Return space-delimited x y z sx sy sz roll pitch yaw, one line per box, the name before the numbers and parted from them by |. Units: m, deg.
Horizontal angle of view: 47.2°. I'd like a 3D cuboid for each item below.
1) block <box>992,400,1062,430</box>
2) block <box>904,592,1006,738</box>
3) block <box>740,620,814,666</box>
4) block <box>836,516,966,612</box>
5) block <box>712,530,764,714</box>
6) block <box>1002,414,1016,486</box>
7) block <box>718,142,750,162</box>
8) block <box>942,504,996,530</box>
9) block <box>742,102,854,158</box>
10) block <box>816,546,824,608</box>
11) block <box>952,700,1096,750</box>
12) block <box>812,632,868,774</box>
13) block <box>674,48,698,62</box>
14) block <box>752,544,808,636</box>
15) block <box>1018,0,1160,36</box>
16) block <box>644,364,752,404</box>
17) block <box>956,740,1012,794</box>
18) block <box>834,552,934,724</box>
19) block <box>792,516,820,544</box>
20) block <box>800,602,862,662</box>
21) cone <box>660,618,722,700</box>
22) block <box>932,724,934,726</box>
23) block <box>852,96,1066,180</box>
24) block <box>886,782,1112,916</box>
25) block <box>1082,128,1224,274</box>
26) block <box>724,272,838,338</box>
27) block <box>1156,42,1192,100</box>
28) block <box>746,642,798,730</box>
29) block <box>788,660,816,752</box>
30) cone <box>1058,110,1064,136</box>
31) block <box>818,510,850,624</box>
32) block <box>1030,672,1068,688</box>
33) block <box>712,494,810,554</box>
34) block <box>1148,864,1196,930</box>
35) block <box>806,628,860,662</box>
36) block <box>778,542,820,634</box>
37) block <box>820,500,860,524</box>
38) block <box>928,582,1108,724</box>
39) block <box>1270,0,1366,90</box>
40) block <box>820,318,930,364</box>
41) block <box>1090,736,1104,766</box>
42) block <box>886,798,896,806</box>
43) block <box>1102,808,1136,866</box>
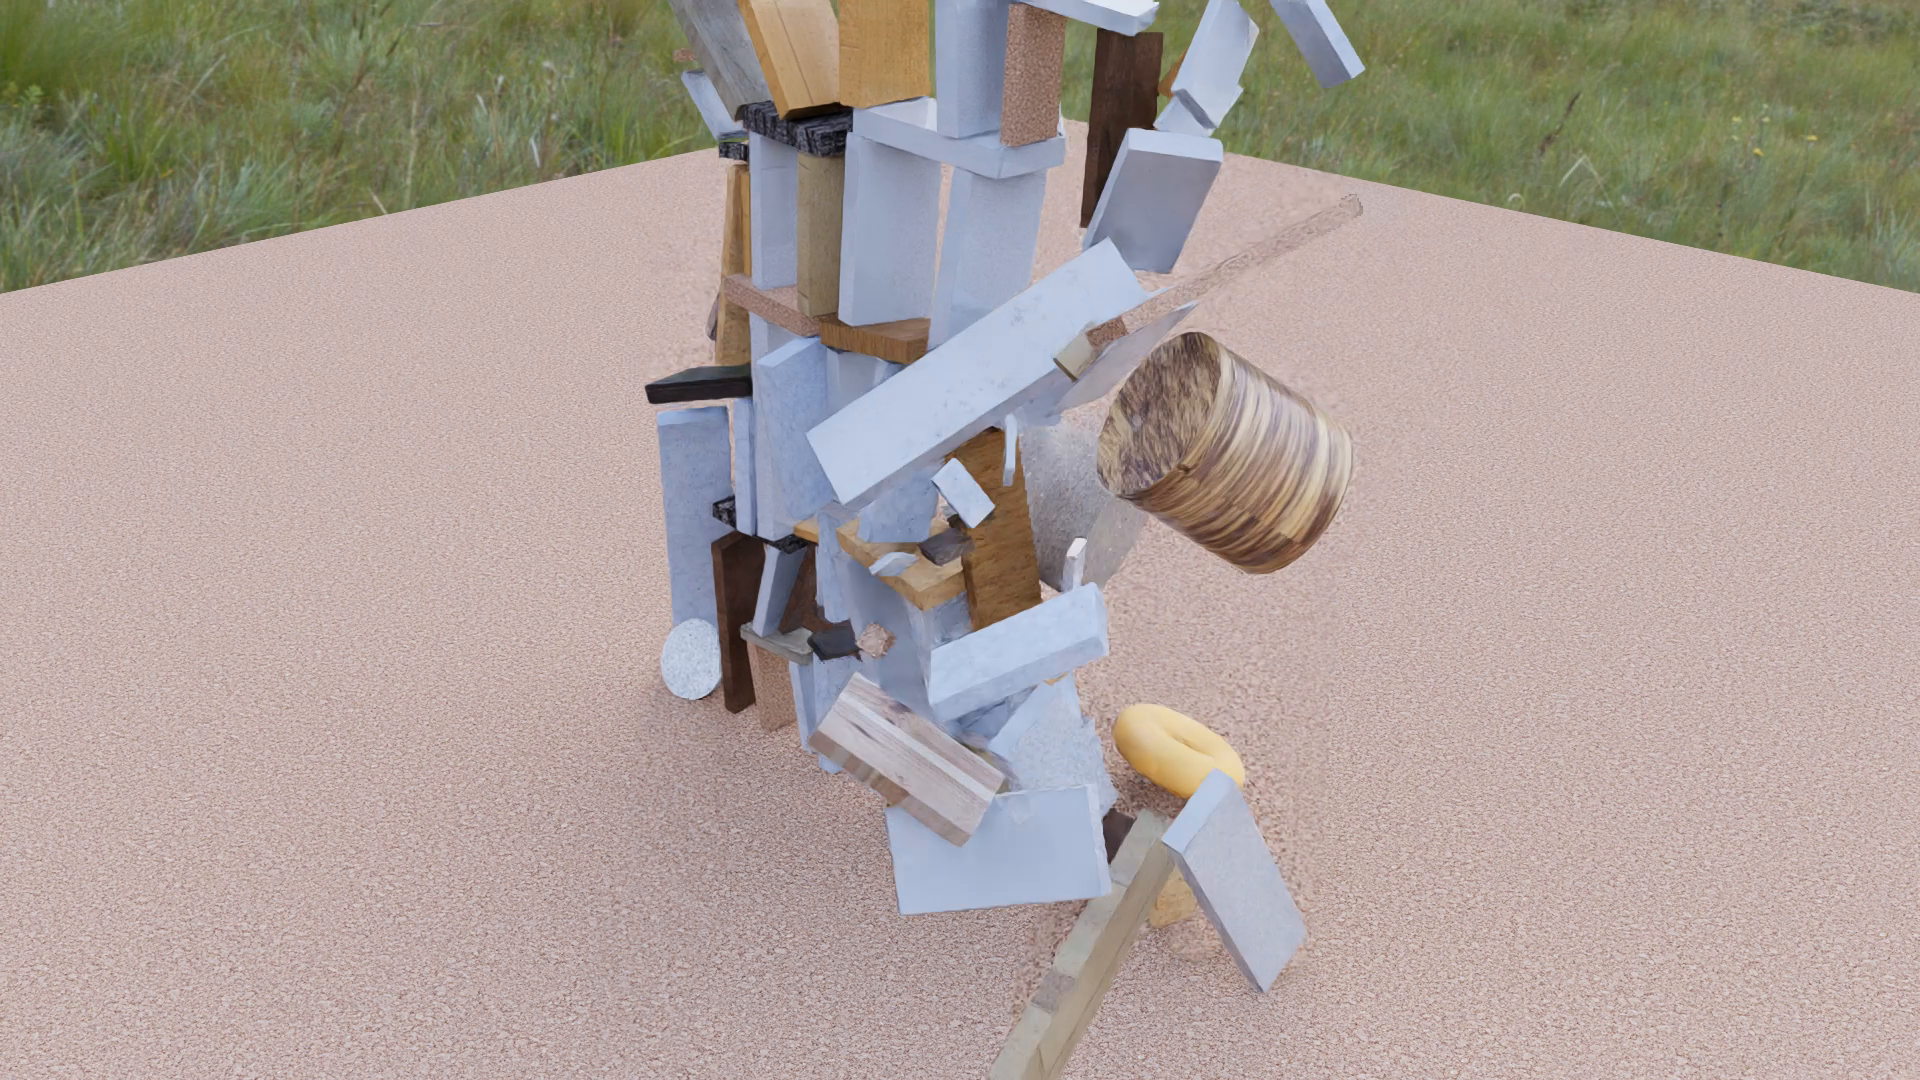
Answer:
block | 0.050 -0.245 3.901 0.130 0.037 0.260 -7 18 -35
block | -0.002 0.198 4.101 0.156 0.312 0.044 -32 36 -29
block | -0.365 0.210 4.704 0.203 0.029 0.101 20 31 39
block | -0.084 0.021 4.071 0.156 0.044 0.312 -26 34 -21
block | -0.468 0.171 4.754 0.033 0.461 0.115 31 47 33
block | 0.074 -0.133 3.277 0.014 0.048 0.095 5 57 -3
block | -0.376 -0.757 4.320 0.103 0.029 0.207 -4 15 -36
block | 0.016 -0.047 3.735 0.070 0.020 0.140 -19 -11 6
block | -0.264 -0.770 4.084 0.153 0.043 0.307 -15 26 -29
block | -0.263 0.066 4.517 0.068 0.135 0.019 -22 36 -36
block | 0.107 0.353 4.159 0.270 0.038 0.135 16 41 35
block | -0.229 0.320 4.610 0.154 0.309 0.044 -19 27 -38
block | -0.494 -0.971 4.371 0.081 0.023 0.163 -18 18 -31
block | -0.370 0.090 4.657 0.115 0.230 0.033 -23 50 -41
block | 0.201 -0.896 3.646 0.233 0.033 0.117 21 31 15
block | -0.493 -0.326 4.526 0.290 0.041 0.145 -1 18 38
block | 0.074 0.466 4.284 0.038 0.270 0.135 9 36 39
block | -0.122 0.184 4.273 0.156 0.420 0.044 -30 32 -27
block | -0.271 -0.014 4.505 0.135 0.019 0.068 18 31 40
block | -0.173 0.183 4.470 0.154 0.044 0.309 -20 30 -33
cone | -0.551 0.279 5.000 0.182 0.182 0.182 16 1 33
block | -0.045 0.393 4.359 0.088 0.025 0.175 -30 44 -26
block | -0.004 -0.711 3.866 0.348 0.049 0.174 24 31 37
block | 0.055 0.459 3.259 0.320 0.160 0.045 -9 -2 22
block | 0.309 -0.547 3.574 0.152 0.304 0.043 6 60 -9
block | -0.313 -0.470 4.288 0.164 0.046 0.328 -15 26 -29
block | 0.405 -0.784 3.634 0.082 0.165 0.023 32 41 -9
block | -0.401 0.302 4.786 0.101 0.203 0.029 -22 22 -40
block | -0.304 0.339 4.698 0.029 0.202 0.101 9 24 45
cone | 0.157 -0.849 4.217 0.147 0.147 0.147 19 -12 4
block | -0.216 0.028 4.444 0.131 0.263 0.037 -19 30 -31
block | 0.126 0.233 4.035 0.067 0.019 0.135 -32 38 -30
block | -0.400 -0.042 4.622 0.230 0.033 0.115 25 34 35
block | 0.395 0.620 4.062 0.092 0.184 0.026 -16 28 -35
block | -0.207 0.172 3.618 0.092 0.013 0.046 -11 56 -52
block | -0.321 0.089 4.635 0.019 0.256 0.068 39 38 23
block | -0.200 -0.082 4.322 0.131 0.037 0.263 -19 29 -30
block | 0.083 0.161 3.144 0.265 0.038 0.133 -24 29 16
block | 0.553 -0.808 3.459 0.028 0.196 0.098 -37 12 -14
block | -0.117 -0.376 4.054 0.149 0.042 0.299 -14 19 -32
block | 0.223 0.518 4.175 0.135 0.270 0.038 -28 29 -37
block | -0.091 0.376 4.467 0.154 0.309 0.044 -21 28 -34
block | 0.269 0.538 3.997 0.185 0.026 0.092 22 62 42
